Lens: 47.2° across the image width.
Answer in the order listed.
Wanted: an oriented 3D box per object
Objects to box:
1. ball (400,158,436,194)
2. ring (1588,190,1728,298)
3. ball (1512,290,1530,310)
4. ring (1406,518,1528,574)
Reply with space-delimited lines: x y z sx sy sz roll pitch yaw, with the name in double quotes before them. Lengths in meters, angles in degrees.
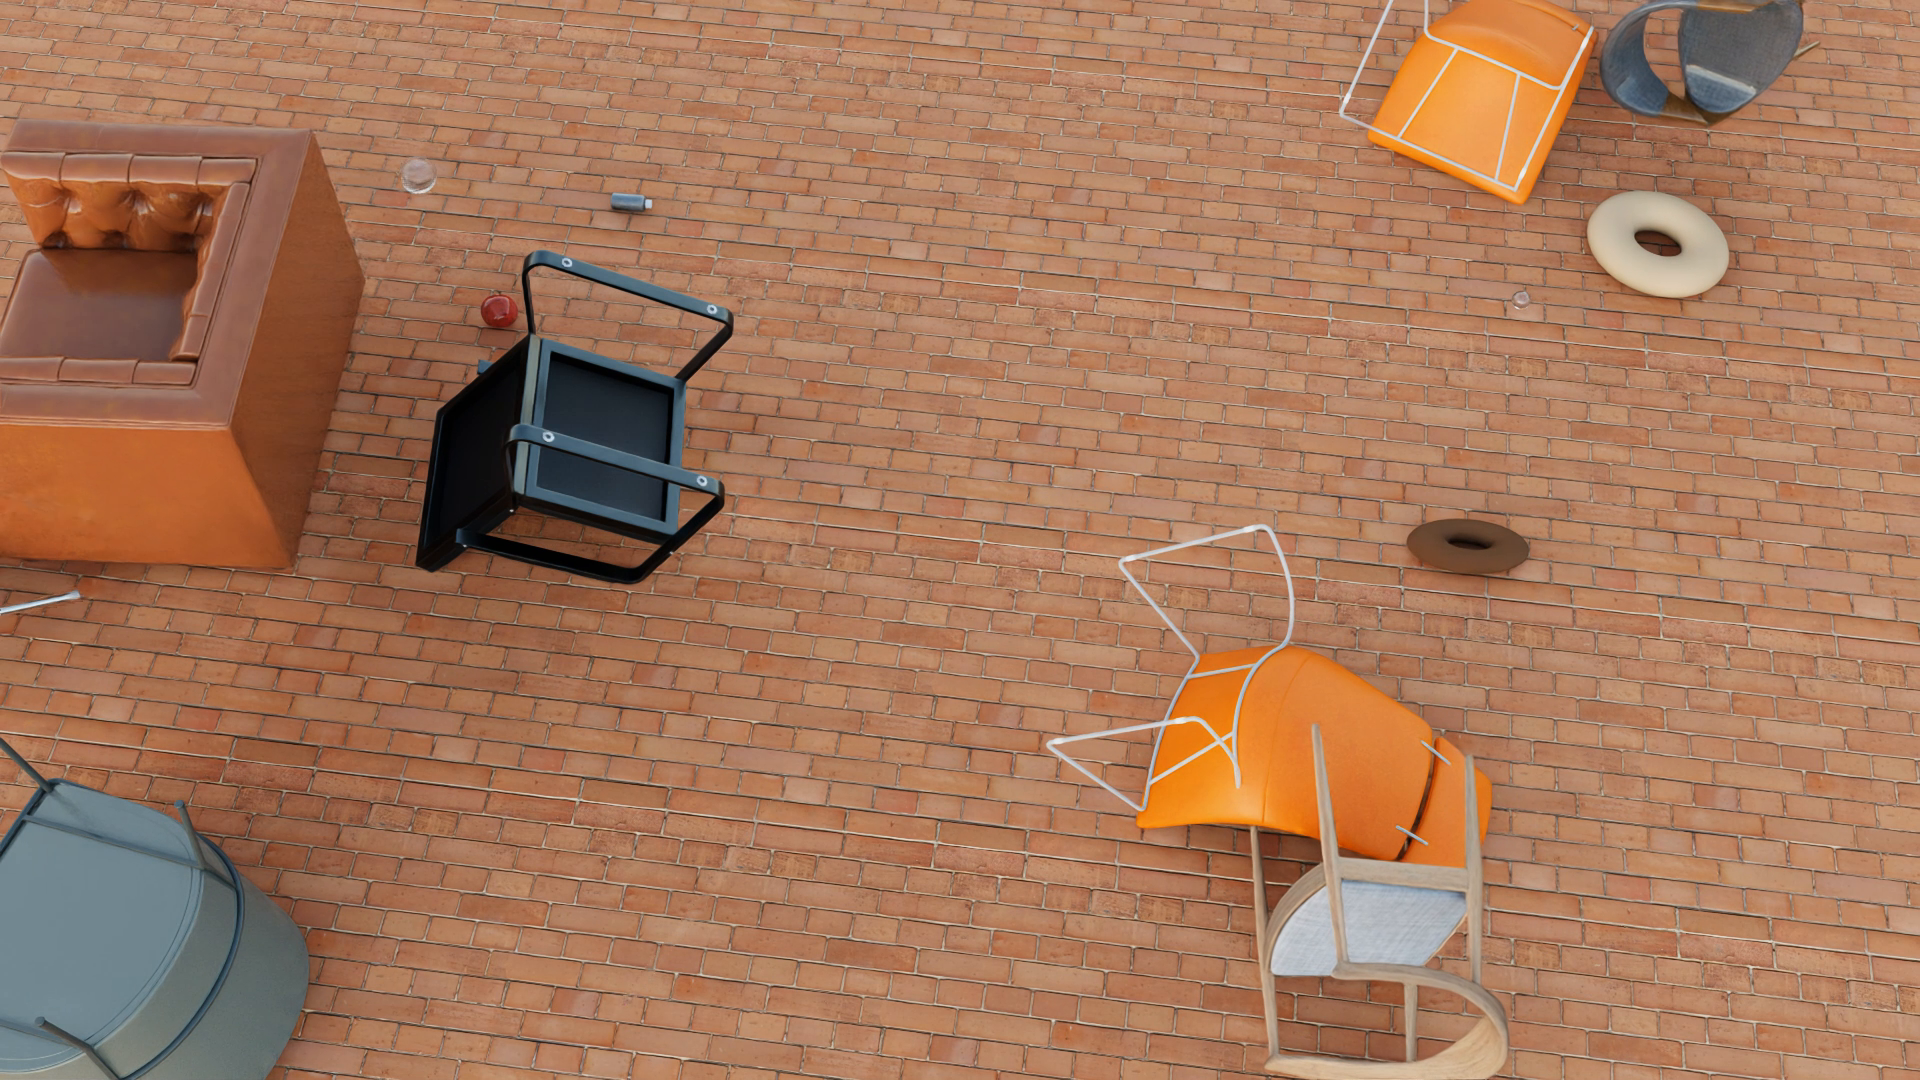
"ball" -1.802 -1.210 7.316 0.115 0.115 0.115 0 56 0
"ring" 2.269 -0.964 7.151 0.465 0.119 0.403 30 62 18
"ball" 1.800 -0.770 7.054 0.060 0.060 0.060 0 56 0
"ring" 1.502 0.018 6.505 0.360 0.095 0.166 5 55 2
